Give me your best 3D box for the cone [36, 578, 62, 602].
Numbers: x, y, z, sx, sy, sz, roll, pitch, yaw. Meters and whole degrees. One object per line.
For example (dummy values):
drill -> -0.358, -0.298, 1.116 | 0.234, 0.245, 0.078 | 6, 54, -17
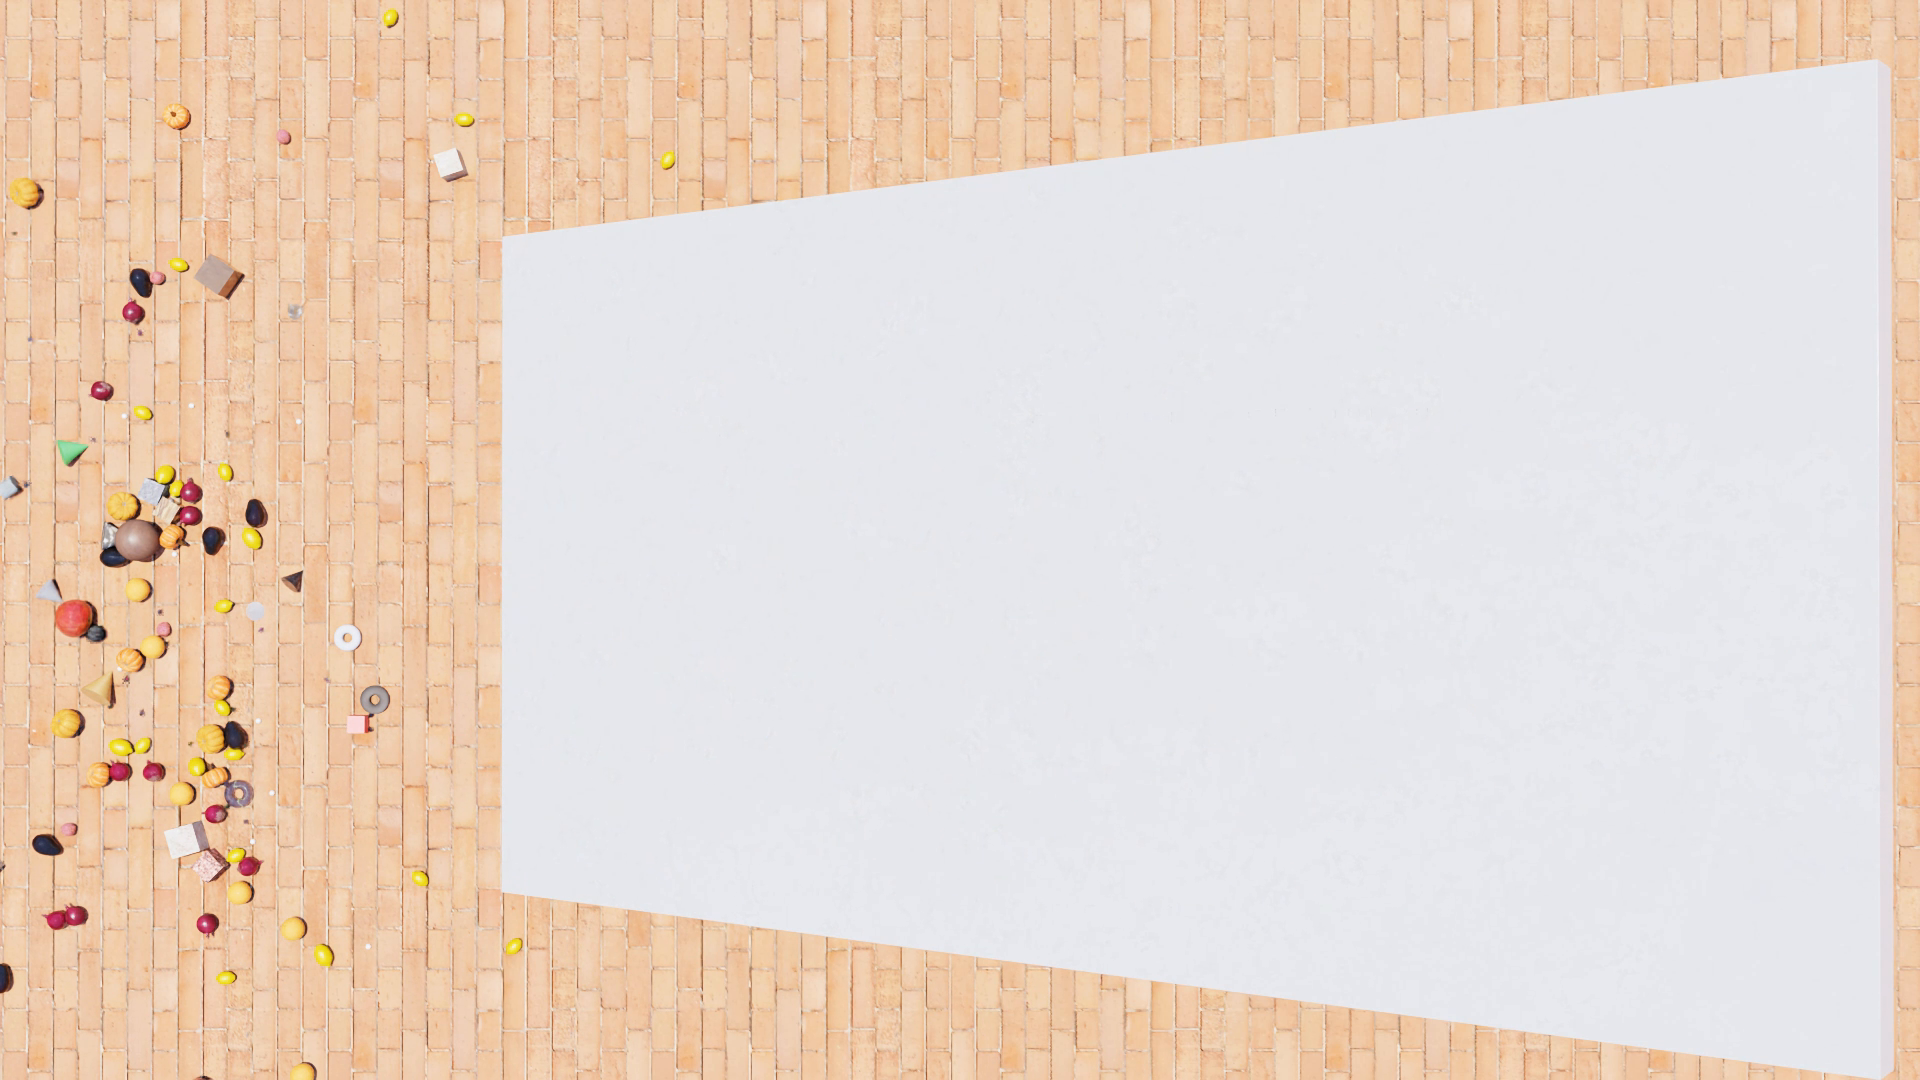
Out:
cone -> -2.792, 0.171, 6.774 | 0.074, 0.074, 0.074 | -47, 116, 0

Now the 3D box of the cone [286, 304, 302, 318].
cone -> -2.061, -0.718, 6.786 | 0.050, 0.050, 0.050 | -38, 54, 0

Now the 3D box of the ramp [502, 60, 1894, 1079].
ramp -> 0.232, 0.065, 5.550 | 4.000, 0.100, 2.000 | 0, 89, 37

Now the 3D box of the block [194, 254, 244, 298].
block -> -2.276, -0.811, 6.752 | 0.091, 0.091, 0.091 | 35, 90, 0

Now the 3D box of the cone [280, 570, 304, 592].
cone -> -2.046, 0.115, 6.777 | 0.065, 0.065, 0.065 | 39, 63, 0

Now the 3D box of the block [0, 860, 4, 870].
block -> -3.006, 1.004, 6.742 | 0.086, 0.086, 0.086 | 42, 90, 0

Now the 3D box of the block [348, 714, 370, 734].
block -> -1.851, 0.566, 6.762 | 0.052, 0.052, 0.052 | 1, 90, 0

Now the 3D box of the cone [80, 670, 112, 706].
cone -> -2.634, 0.441, 6.767 | 0.099, 0.099, 0.099 | 24, 63, 0

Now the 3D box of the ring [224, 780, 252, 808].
ring -> -2.222, 0.782, 6.772 | 0.088, 0.029, 0.088 | 0, 89, -1

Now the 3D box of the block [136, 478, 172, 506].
block -> -2.476, -0.148, 6.760 | 0.066, 0.066, 0.066 | 23, 90, 0

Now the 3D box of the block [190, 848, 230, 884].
block -> -2.300, 0.999, 6.750 | 0.071, 0.071, 0.071 | -44, 90, 0

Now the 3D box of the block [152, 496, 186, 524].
block -> -2.430, -0.090, 6.762 | 0.062, 0.062, 0.062 | 31, 90, 0

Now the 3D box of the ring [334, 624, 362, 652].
ring -> -1.887, 0.301, 6.777 | 0.084, 0.028, 0.084 | 0, 91, 0

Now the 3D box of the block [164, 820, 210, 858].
block -> -2.370, 0.918, 6.742 | 0.088, 0.088, 0.088 | -16, 90, 0

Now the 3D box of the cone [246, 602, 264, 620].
cone -> -2.176, 0.220, 6.761 | 0.059, 0.059, 0.059 | 0, 90, 0

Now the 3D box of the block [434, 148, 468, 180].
block -> -1.567, -1.155, 6.765 | 0.071, 0.071, 0.071 | -19, 90, 0

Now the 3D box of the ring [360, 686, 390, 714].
ring -> -1.803, 0.492, 6.774 | 0.089, 0.030, 0.089 | 0, 90, -1

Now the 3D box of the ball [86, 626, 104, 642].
ball -> -2.659, 0.287, 6.764 | 0.052, 0.052, 0.052 | 0, 90, 0

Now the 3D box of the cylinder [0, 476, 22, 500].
cylinder -> -2.927, -0.160, 6.768 | 0.051, 0.051, 0.051 | -35, 90, 1
